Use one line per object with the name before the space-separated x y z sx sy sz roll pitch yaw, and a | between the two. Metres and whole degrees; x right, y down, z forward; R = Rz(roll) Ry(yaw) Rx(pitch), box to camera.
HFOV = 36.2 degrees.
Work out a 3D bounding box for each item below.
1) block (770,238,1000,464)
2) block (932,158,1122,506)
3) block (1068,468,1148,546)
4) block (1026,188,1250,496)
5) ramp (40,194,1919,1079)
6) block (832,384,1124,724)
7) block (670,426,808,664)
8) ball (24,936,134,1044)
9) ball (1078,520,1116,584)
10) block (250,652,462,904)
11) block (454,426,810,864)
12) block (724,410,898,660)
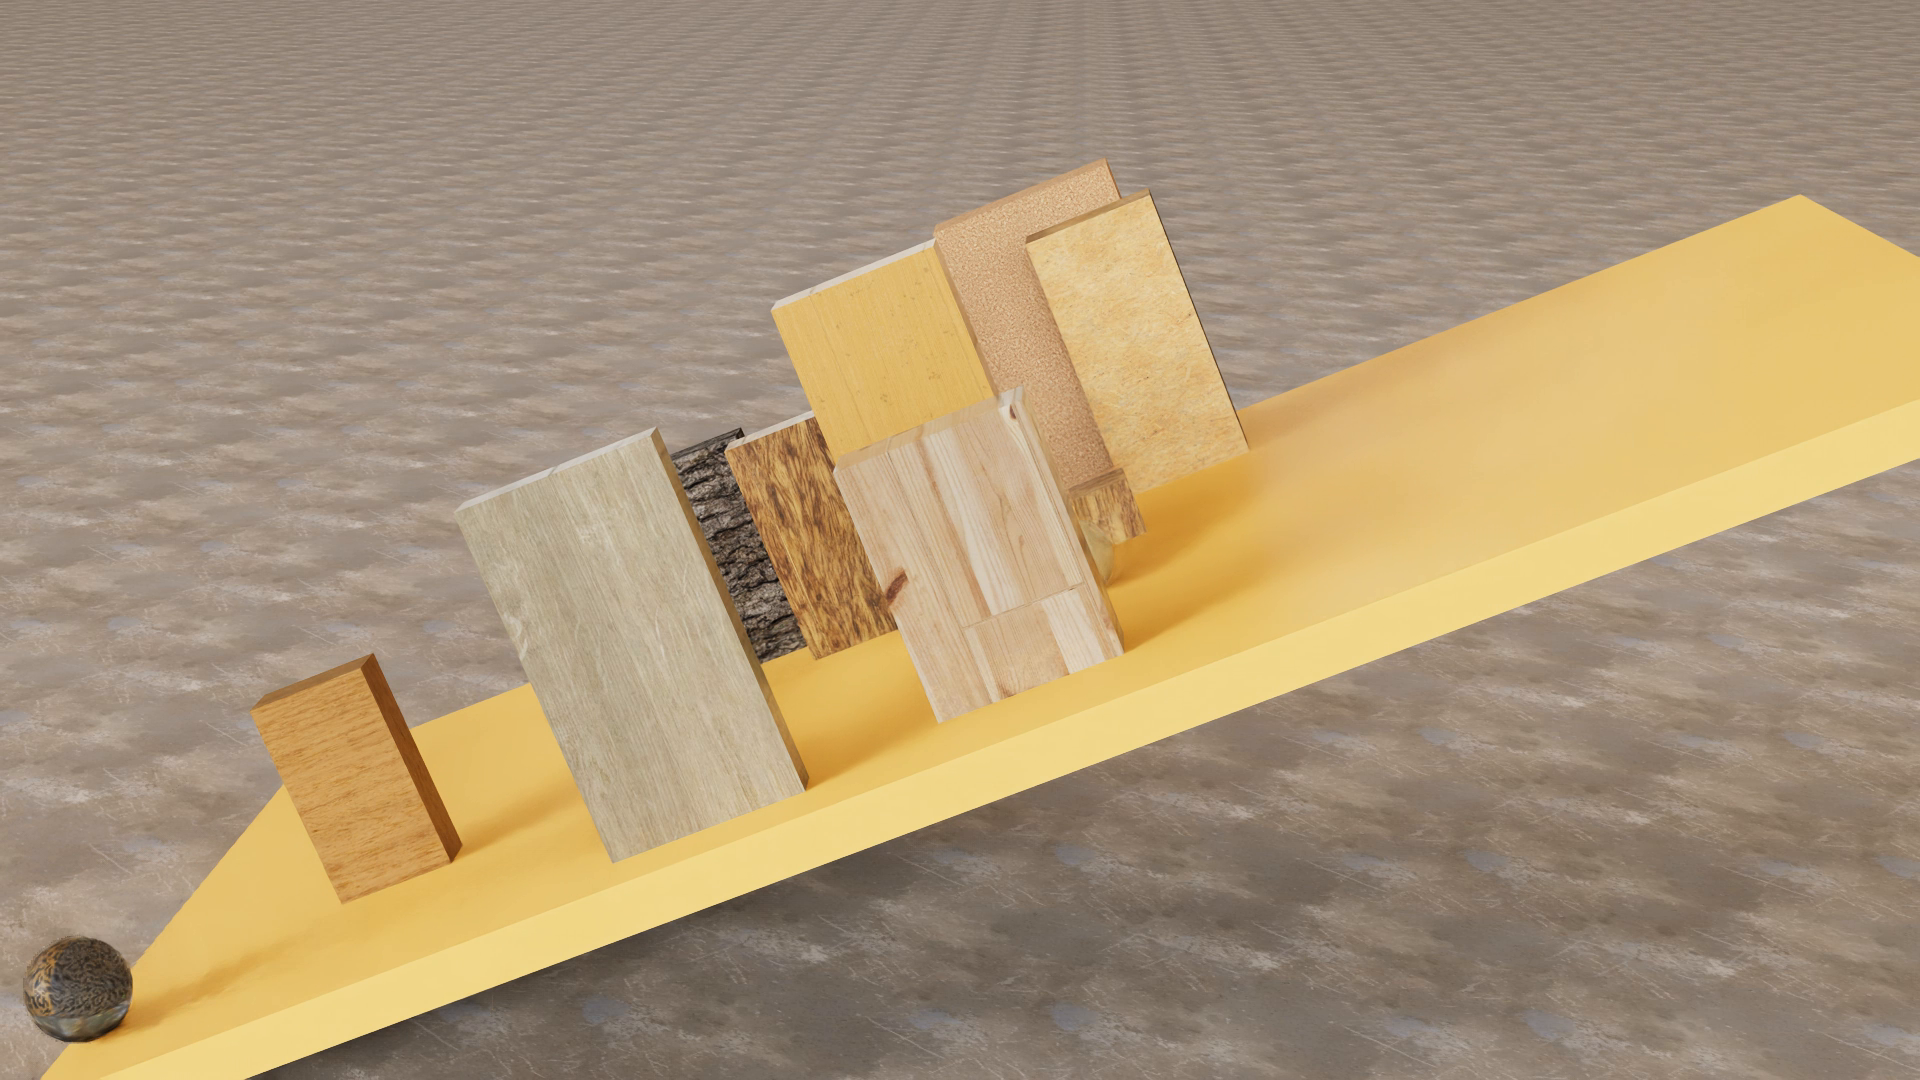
block | -0.073 -0.196 6.138 0.359 0.778 0.124 -21 12 7
block | 0.272 -0.474 6.872 0.428 0.716 0.145 -21 12 7
block | 0.322 -0.065 6.423 0.127 0.127 0.127 -22 12 4
block | 0.407 -0.450 6.732 0.300 0.630 0.137 -21 12 7
ramp | 0.124 0.173 6.290 4.000 0.100 2.000 -21 12 7
block | 0.040 0.027 5.577 0.378 0.523 0.147 -21 12 7
block | -0.549 0.043 6.621 0.322 0.502 0.107 -21 12 7
ball | -1.739 0.888 5.804 0.207 0.207 0.207 0 14 0
ball | 0.240 0.038 6.048 0.158 0.158 0.158 0 14 0
block | -1.239 0.491 6.048 0.250 0.448 0.113 -21 12 7
block | -0.608 0.201 5.492 0.396 0.731 0.086 -21 12 7
block | -0.214 -0.050 6.415 0.429 0.504 0.094 -21 12 7
